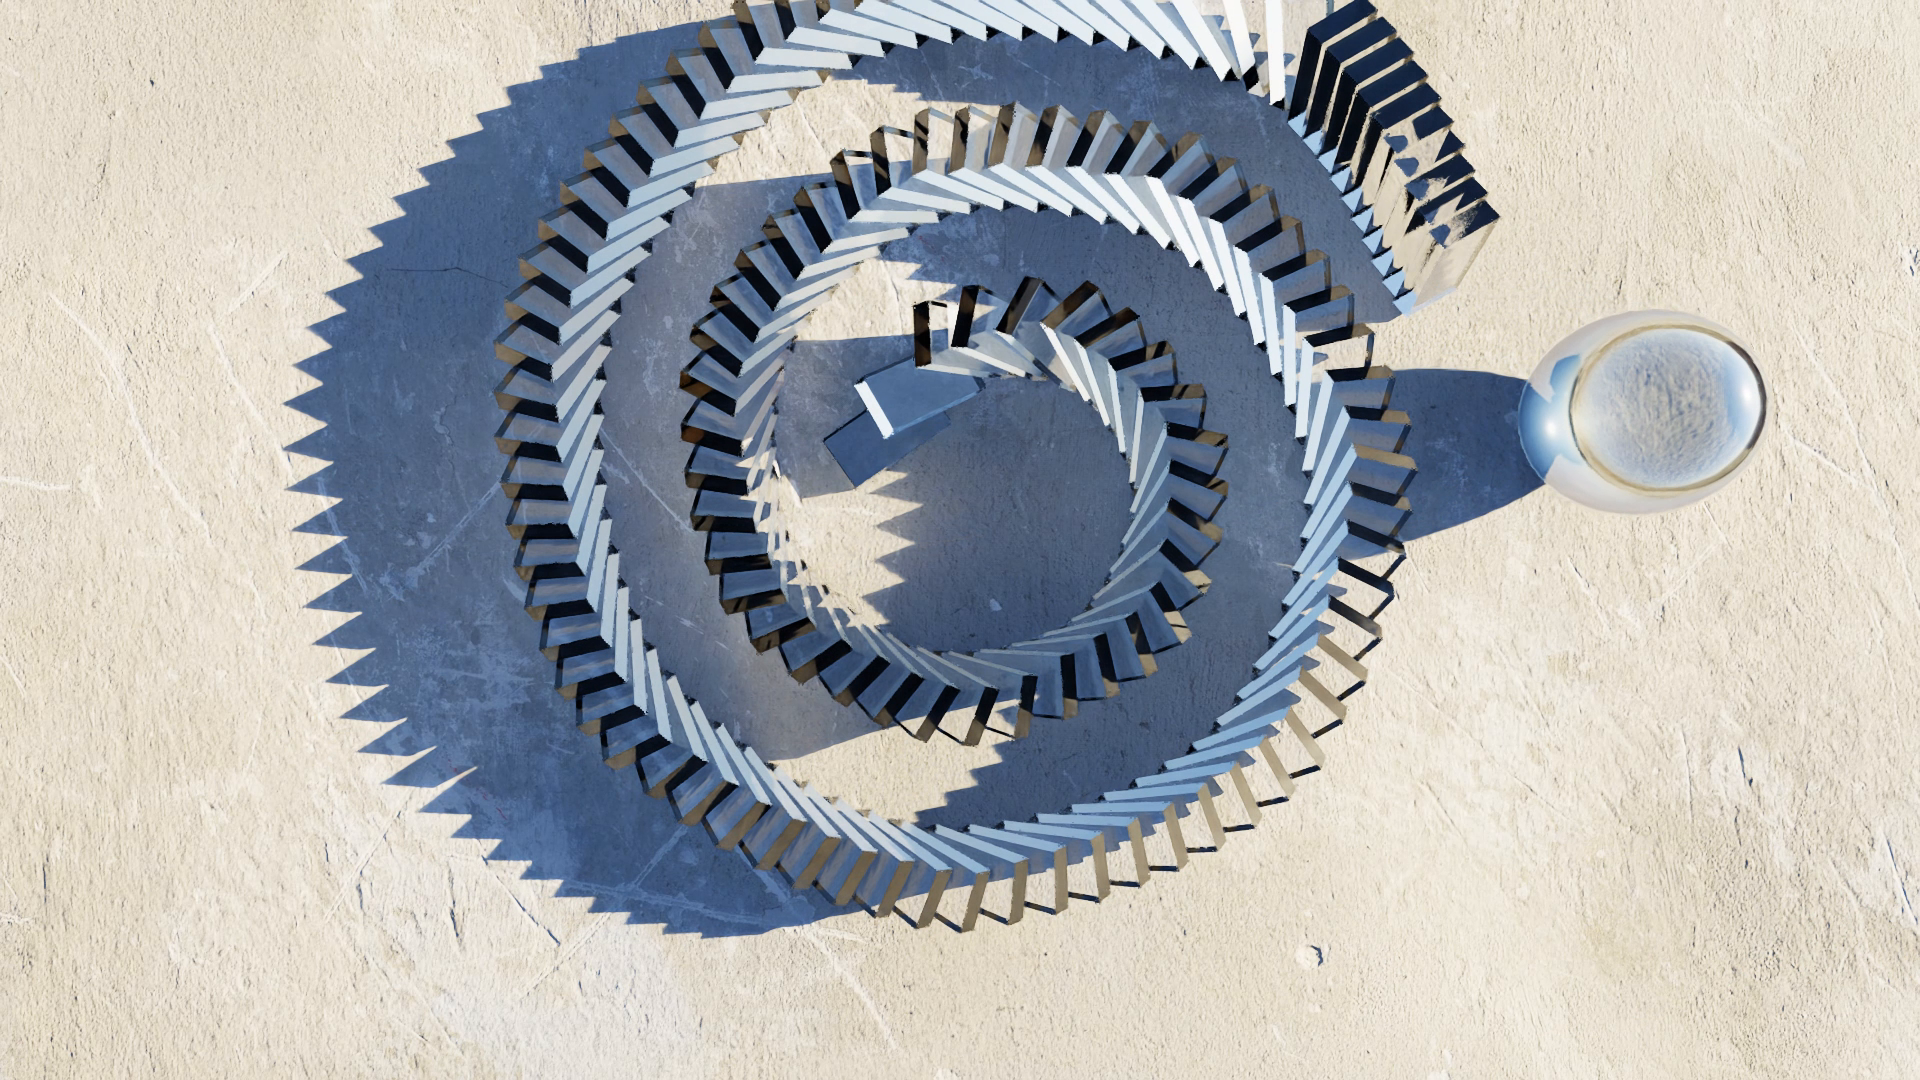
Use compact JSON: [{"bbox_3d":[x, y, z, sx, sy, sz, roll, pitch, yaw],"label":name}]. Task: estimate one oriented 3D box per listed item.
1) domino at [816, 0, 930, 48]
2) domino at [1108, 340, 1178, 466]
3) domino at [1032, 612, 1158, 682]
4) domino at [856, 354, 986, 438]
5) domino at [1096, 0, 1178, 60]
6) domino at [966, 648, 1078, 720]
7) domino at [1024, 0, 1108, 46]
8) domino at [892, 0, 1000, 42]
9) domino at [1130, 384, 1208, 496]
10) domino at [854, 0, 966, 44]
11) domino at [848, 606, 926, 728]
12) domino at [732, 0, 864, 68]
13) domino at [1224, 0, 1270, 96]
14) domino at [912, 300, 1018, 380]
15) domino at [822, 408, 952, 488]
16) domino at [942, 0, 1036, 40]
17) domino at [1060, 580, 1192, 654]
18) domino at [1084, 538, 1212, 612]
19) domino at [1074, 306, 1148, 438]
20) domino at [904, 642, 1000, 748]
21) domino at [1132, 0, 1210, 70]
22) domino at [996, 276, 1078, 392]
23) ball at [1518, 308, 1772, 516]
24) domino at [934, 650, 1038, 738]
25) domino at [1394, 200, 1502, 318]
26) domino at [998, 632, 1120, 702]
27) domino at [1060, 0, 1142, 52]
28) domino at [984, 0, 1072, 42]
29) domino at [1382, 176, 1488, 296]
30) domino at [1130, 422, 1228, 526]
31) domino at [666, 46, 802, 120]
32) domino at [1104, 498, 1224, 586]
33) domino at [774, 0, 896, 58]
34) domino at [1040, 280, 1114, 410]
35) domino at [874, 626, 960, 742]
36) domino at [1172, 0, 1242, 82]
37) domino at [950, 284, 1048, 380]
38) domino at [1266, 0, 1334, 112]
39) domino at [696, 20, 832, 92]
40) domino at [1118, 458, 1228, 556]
[{"bbox_3d":[-0.037,-0.224,0.380,0.050,0.009,0.025,-9,89,-39],"label":"domino"},{"bbox_3d":[0.077,-0.056,0.379,0.025,0.010,0.050,-18,134,0],"label":"domino"},{"bbox_3d":[0.055,0.047,0.379,0.050,0.009,0.025,-20,91,43],"label":"domino"},{"bbox_3d":[-0.016,-0.064,0.384,0.050,0.010,0.025,-30,89,-29],"label":"domino"},{"bbox_3d":[0.075,-0.227,0.381,0.050,0.009,0.025,17,90,-39],"label":"domino"},{"bbox_3d":[0.025,0.059,0.380,0.050,0.010,0.025,-4,90,43],"label":"domino"},{"bbox_3d":[0.043,-0.230,0.381,0.050,0.009,0.025,8,90,-39],"label":"domino"},{"bbox_3d":[-0.005,-0.230,0.381,0.050,0.010,0.025,-2,90,-39],"label":"domino"},{"bbox_3d":[0.085,-0.041,0.379,0.025,0.050,0.010,-4,45,0],"label":"domino"},{"bbox_3d":[-0.021,-0.227,0.380,0.050,0.009,0.025,-5,89,-39],"label":"domino"},{"bbox_3d":[-0.039,0.052,0.380,0.025,0.009,0.050,-51,48,0],"label":"domino"},{"bbox_3d":[-0.067,-0.211,0.380,0.050,0.009,0.025,-21,90,-40],"label":"domino"},{"bbox_3d":[0.125,-0.213,0.378,0.025,0.050,0.010,-45,50,0],"label":"domino"},{"bbox_3d":[0.003,-0.082,0.379,0.050,0.009,0.025,-2,90,-44],"label":"domino"},{"bbox_3d":[-0.031,-0.047,0.395,0.050,0.010,0.025,-35,90,0],"label":"domino"},{"bbox_3d":[0.011,-0.231,0.381,0.050,0.010,0.025,2,90,-39],"label":"domino"},{"bbox_3d":[0.068,0.038,0.379,0.050,0.010,0.025,-30,91,44],"label":"domino"},{"bbox_3d":[0.077,0.023,0.379,0.025,0.010,0.050,44,135,0],"label":"domino"},{"bbox_3d":[0.067,-0.069,0.379,0.025,0.009,0.050,-30,135,0],"label":"domino"},{"bbox_3d":[-0.009,0.063,0.379,0.050,0.010,0.025,22,91,43],"label":"domino"},{"bbox_3d":[0.091,-0.223,0.381,0.050,0.010,0.025,23,90,-39],"label":"domino"},{"bbox_3d":[0.038,-0.084,0.378,0.009,0.050,0.025,29,90,43],"label":"domino"},{"bbox_3d":[0.266,-0.050,0.360,0.080,0.080,0.080,0,90,0],"label":"ball"},{"bbox_3d":[0.008,0.063,0.379,0.050,0.009,0.025,9,90,43],"label":"domino"},{"bbox_3d":[0.198,-0.114,0.375,0.025,0.050,0.010,-29,70,0],"label":"domino"},{"bbox_3d":[0.040,0.054,0.380,0.050,0.009,0.025,-13,90,43],"label":"domino"},{"bbox_3d":[0.059,-0.229,0.381,0.050,0.009,0.025,12,90,-38],"label":"domino"},{"bbox_3d":[0.027,-0.231,0.381,0.050,0.010,0.025,5,90,-39],"label":"domino"},{"bbox_3d":[0.193,-0.123,0.375,0.025,0.050,0.009,-29,70,0],"label":"domino"},{"bbox_3d":[0.090,-0.024,0.379,0.025,0.010,0.050,12,134,-1],"label":"domino"},{"bbox_3d":[-0.093,-0.192,0.381,0.050,0.010,0.025,-34,90,-39],"label":"domino"},{"bbox_3d":[0.083,0.008,0.379,0.025,0.010,0.050,32,134,0],"label":"domino"},{"bbox_3d":[-0.052,-0.218,0.380,0.050,0.010,0.025,-15,89,-40],"label":"domino"},{"bbox_3d":[0.055,-0.079,0.379,0.025,0.050,0.009,-41,45,-1],"label":"domino"},{"bbox_3d":[-0.025,0.059,0.380,0.050,0.009,0.025,32,90,42],"label":"domino"},{"bbox_3d":[0.108,-0.219,0.379,0.050,0.010,0.025,30,90,-43],"label":"domino"},{"bbox_3d":[0.019,-0.085,0.379,0.050,0.010,0.025,11,90,-44],"label":"domino"},{"bbox_3d":[0.140,-0.208,0.378,0.025,0.050,0.010,-31,48,-4],"label":"domino"},{"bbox_3d":[-0.080,-0.202,0.381,0.050,0.009,0.025,-29,90,-39],"label":"domino"},{"bbox_3d":[0.088,-0.008,0.379,0.025,0.009,0.050,22,134,0],"label":"domino"}]
